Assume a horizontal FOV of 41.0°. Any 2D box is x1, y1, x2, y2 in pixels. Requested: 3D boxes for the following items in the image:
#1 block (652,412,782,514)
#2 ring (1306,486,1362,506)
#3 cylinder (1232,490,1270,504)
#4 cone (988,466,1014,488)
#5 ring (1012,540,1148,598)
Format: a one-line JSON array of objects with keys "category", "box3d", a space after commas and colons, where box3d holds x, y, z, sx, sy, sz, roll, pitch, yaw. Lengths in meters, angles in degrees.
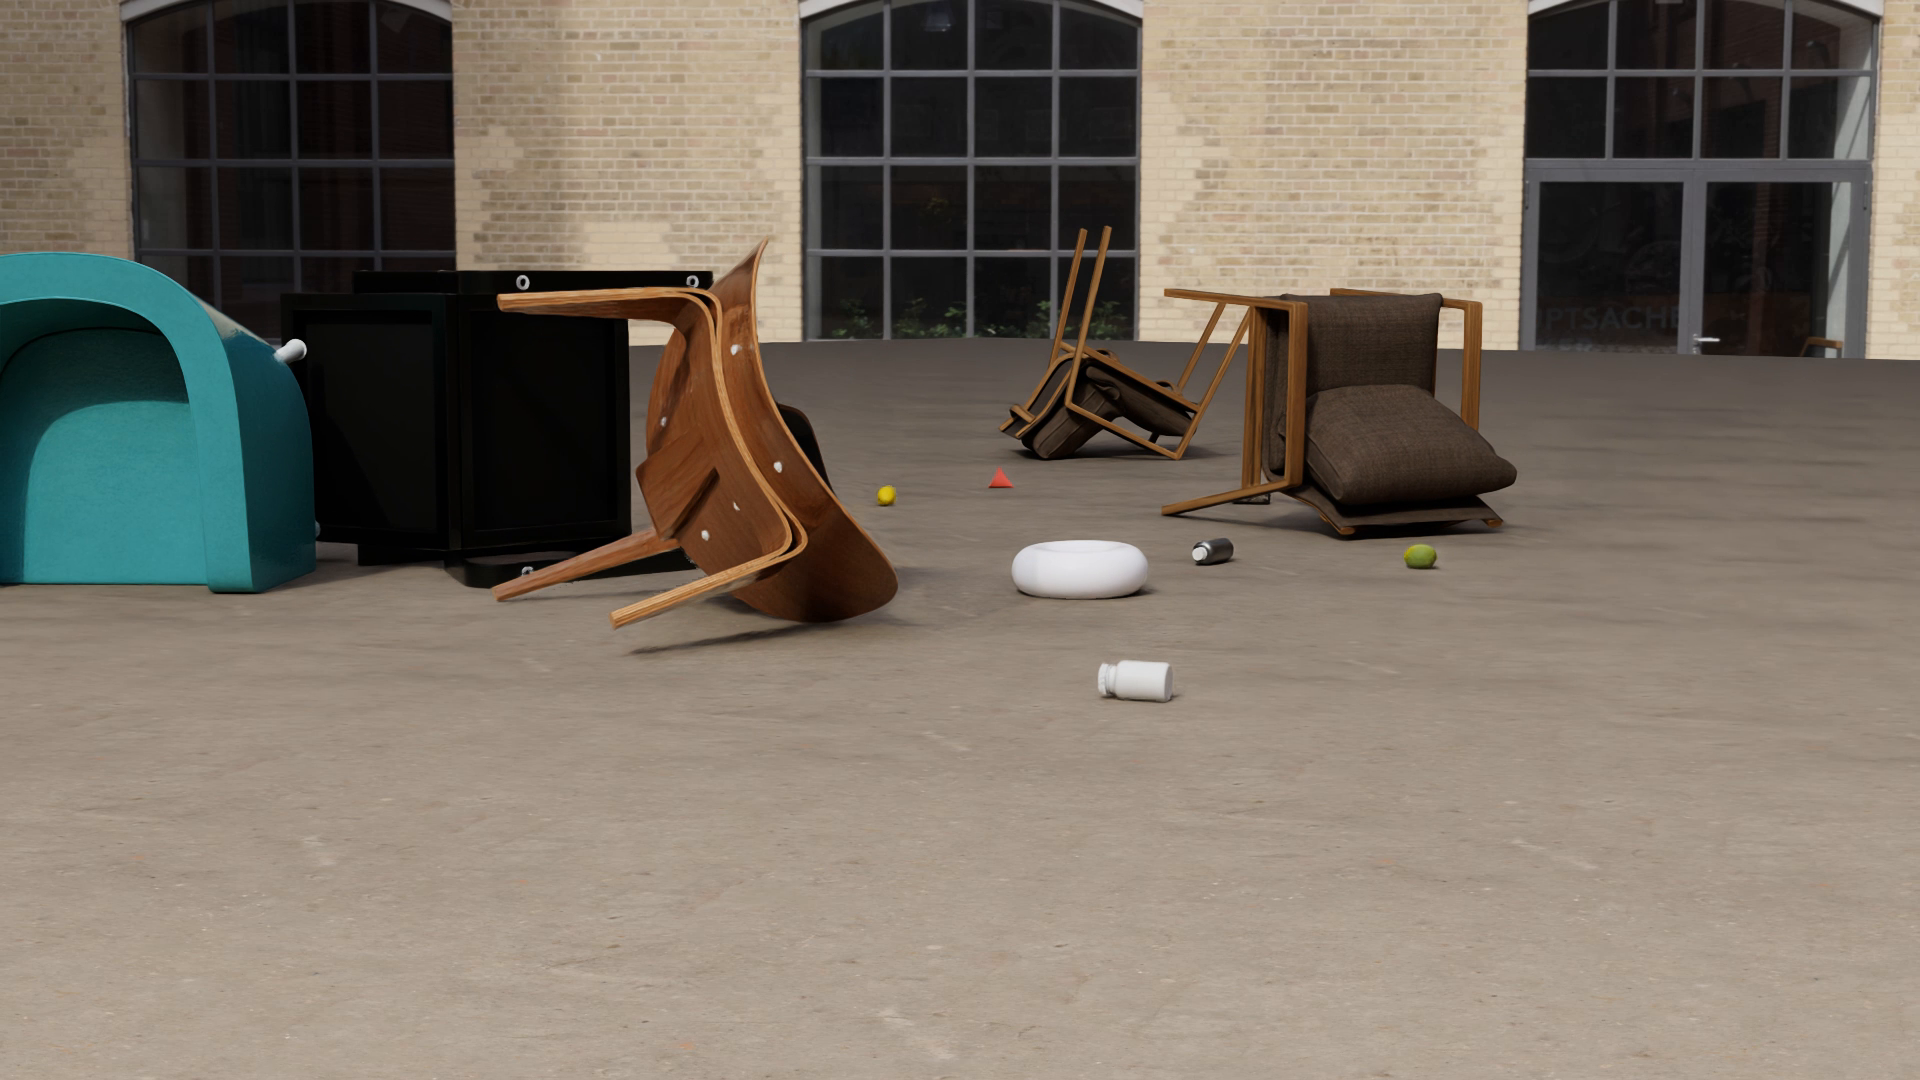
[{"category": "block", "box3d": [-0.686, -0.219, 7.242, 0.292, 0.265, 0.212, -5, 8, -40]}, {"category": "ring", "box3d": [1.082, -0.128, 7.418, 0.165, 0.051, 0.157, 4, 6, 28]}, {"category": "cylinder", "box3d": [0.844, -0.124, 7.427, 0.102, 0.039, 0.077, 1, 9, 13]}, {"category": "cone", "box3d": [0.138, -0.181, 8.002, 0.070, 0.076, 0.082, 28, 10, -6]}, {"category": "ring", "box3d": [0.249, 0.062, 5.336, 0.286, 0.100, 0.281, -2, 7, -7]}]
